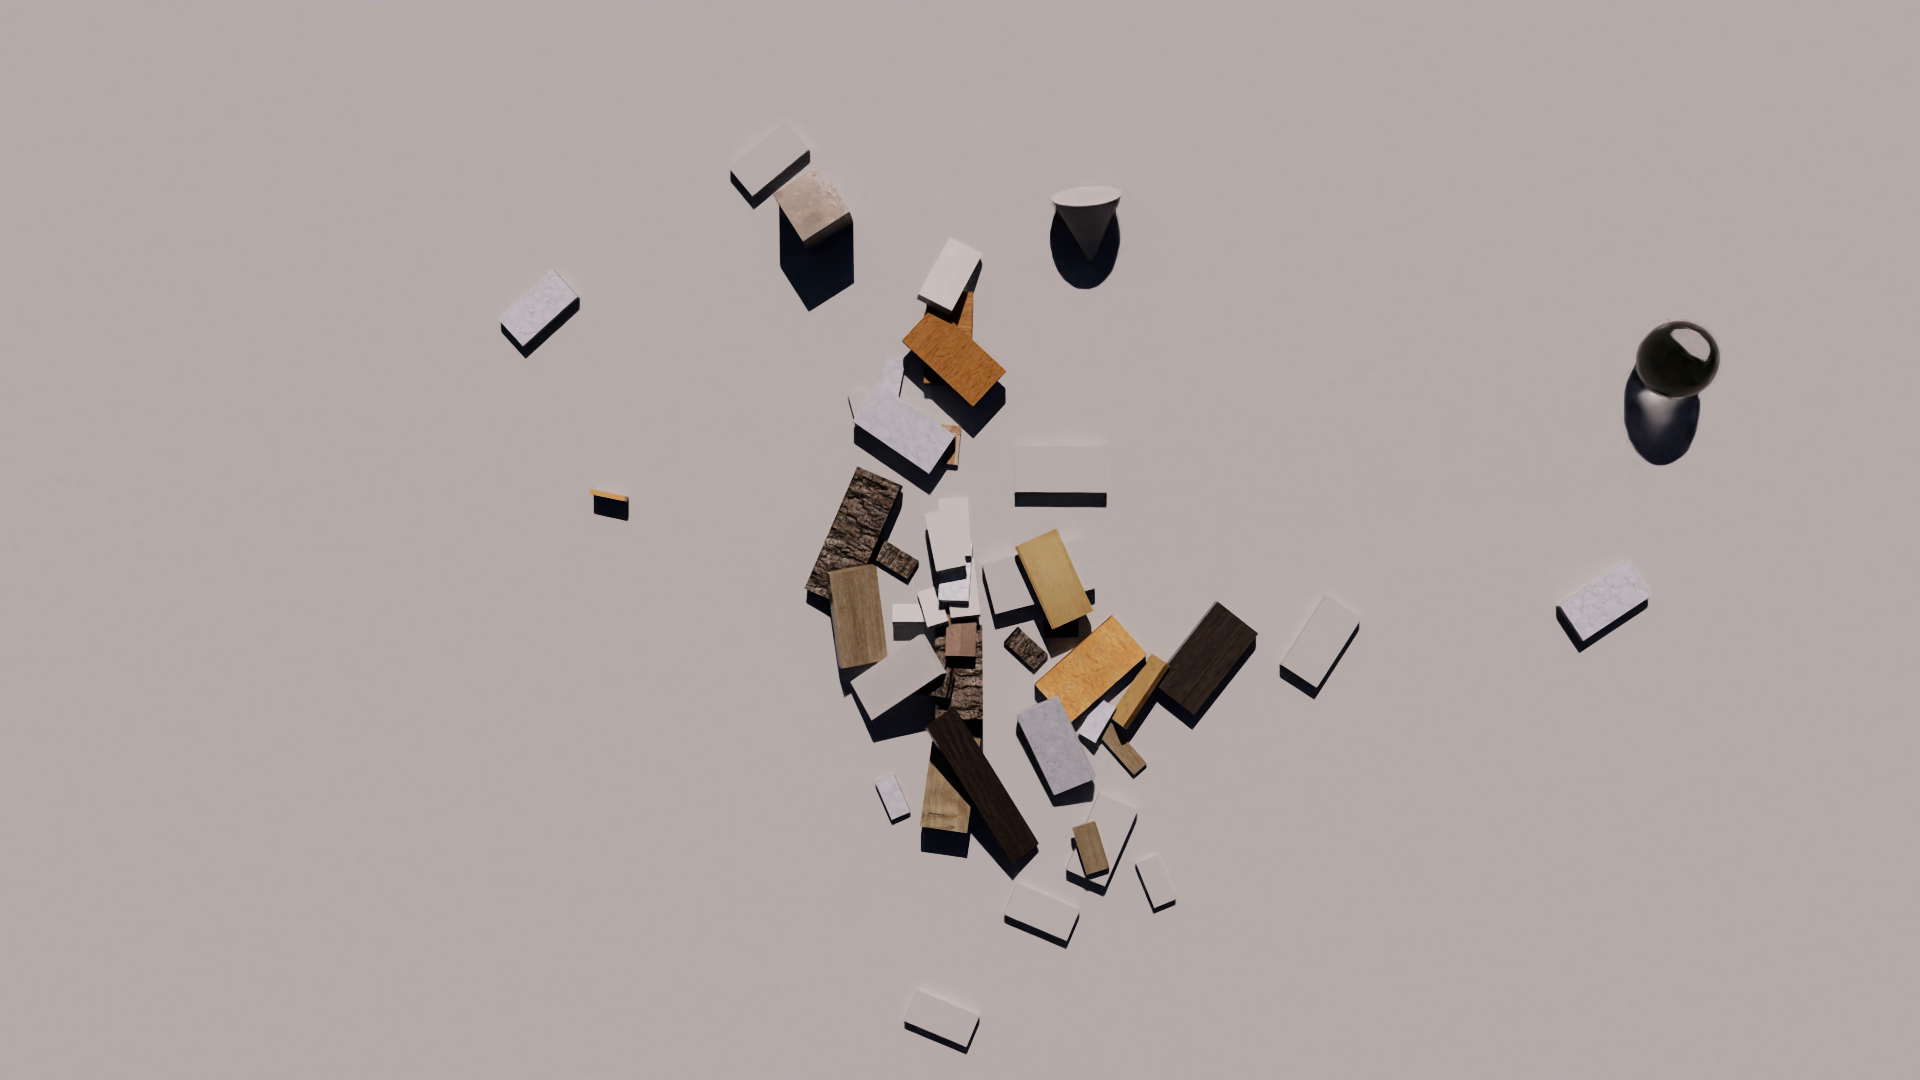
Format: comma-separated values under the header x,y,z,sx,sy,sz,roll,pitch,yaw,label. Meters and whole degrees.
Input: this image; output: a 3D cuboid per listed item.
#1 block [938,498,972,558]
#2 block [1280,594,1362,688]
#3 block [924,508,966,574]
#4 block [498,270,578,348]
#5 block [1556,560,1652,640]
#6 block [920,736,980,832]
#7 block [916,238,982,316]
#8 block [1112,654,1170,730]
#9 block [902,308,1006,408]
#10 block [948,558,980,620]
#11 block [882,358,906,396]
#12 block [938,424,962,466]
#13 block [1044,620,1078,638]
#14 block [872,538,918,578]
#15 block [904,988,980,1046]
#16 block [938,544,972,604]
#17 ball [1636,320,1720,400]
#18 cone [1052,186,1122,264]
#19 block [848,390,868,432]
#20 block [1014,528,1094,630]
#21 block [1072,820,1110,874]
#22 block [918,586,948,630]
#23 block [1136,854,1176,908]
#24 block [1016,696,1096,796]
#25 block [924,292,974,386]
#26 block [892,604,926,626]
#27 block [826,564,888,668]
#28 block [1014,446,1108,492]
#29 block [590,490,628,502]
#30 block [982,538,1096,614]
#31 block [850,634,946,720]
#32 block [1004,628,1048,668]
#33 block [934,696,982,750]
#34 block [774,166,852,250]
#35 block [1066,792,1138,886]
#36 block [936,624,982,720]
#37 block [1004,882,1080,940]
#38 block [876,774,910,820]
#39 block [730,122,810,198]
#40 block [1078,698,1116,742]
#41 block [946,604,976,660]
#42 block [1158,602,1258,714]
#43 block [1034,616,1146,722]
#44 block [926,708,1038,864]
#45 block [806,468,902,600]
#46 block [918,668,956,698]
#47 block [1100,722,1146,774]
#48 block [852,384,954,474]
x,y,z,sx,sy,sz,roll,pitch,yaw,label
-0.018,-0.039,5.459,0.100,0.028,0.201,-3,75,1,block
1.199,0.336,5.480,0.138,0.039,0.276,33,90,0,block
-0.048,0.001,5.419,0.100,0.028,0.201,-12,75,-1,block
-1.399,-0.770,5.483,0.245,0.035,0.122,-42,90,0,block
2.141,0.200,5.480,0.276,0.039,0.138,-34,90,0,block
-0.032,0.796,5.434,0.156,0.044,0.312,8,90,0,block
-0.033,-0.870,5.438,0.122,0.035,0.245,27,68,0,block
0.594,0.501,5.461,0.023,0.080,0.254,34,90,-37,block
-0.020,-0.605,5.434,0.319,0.045,0.159,43,90,0,block
0.008,0.162,5.454,0.098,0.028,0.196,-6,70,0,block
-0.226,-0.538,5.491,0.065,0.018,0.130,11,90,0,block
-0.034,-0.317,5.491,0.065,0.018,0.130,5,90,0,block
0.336,0.295,5.492,0.116,0.016,0.058,-2,90,0,block
-0.216,0.063,5.490,0.142,0.020,0.071,32,90,0,block
-0.061,1.586,5.484,0.225,0.032,0.113,23,90,0,block
-0.015,0.108,5.444,0.100,0.028,0.201,3,70,3,block
2.337,-0.586,5.373,0.255,0.255,0.255,0,90,0,ball
0.427,-1.022,5.448,0.234,0.234,0.234,-6,117,0,cone
-0.325,-0.432,5.491,0.065,0.018,0.130,-16,90,0,block
0.309,0.128,5.430,0.149,0.042,0.297,-24,90,0,block
0.432,1.016,5.450,0.080,0.023,0.160,-17,90,0,block
-0.089,0.224,5.452,0.071,0.020,0.142,-17,56,0,block
0.652,1.133,5.489,0.080,0.023,0.160,-22,90,0,block
0.317,0.679,5.451,0.149,0.042,0.297,-24,94,14,block
-0.038,-0.670,5.478,0.153,0.043,0.307,2,90,0,block
-0.152,0.248,5.470,0.142,0.020,0.071,0,52,0,block
-0.338,0.250,5.425,0.159,0.045,0.319,-10,101,-17,block
0.335,-0.235,5.478,0.307,0.043,0.153,0,90,0,block
-1.164,-0.148,5.471,0.116,0.058,0.016,12,90,0,block
0.262,0.119,5.476,0.344,0.049,0.172,-14,90,0,block
-0.203,0.451,5.416,0.297,0.042,0.149,-35,76,19,block
0.219,0.359,5.490,0.136,0.019,0.068,43,90,0,block
-0.005,0.654,5.478,0.156,0.044,0.312,0,90,0,block
-0.479,-1.088,5.410,0.179,0.179,0.179,-32,90,0,block
0.471,0.993,5.480,0.138,0.039,0.276,23,90,0,block
-0.003,0.438,5.446,0.156,0.044,0.312,0,78,0,block
0.272,1.234,5.484,0.225,0.032,0.113,23,90,0,block
-0.223,0.855,5.490,0.068,0.019,0.136,-24,90,0,block
-0.633,-1.265,5.483,0.245,0.035,0.122,-40,90,0,block
0.456,0.599,5.478,0.068,0.019,0.136,30,88,19,block
0.004,0.293,5.437,0.098,0.028,0.196,2,68,1,block
0.813,0.391,5.476,0.172,0.049,0.344,38,90,0,block
0.434,0.428,5.476,0.344,0.049,0.172,-42,90,0,block
0.074,0.807,5.405,0.113,0.032,0.553,-35,104,-16,block
-0.352,-0.009,5.467,0.159,0.045,0.440,23,90,7,block
-0.115,0.457,5.422,0.196,0.028,0.098,7,83,30,block
0.534,0.688,5.492,0.058,0.016,0.198,-41,90,0,block
-0.185,-0.368,5.460,0.307,0.043,0.153,34,90,0,block
